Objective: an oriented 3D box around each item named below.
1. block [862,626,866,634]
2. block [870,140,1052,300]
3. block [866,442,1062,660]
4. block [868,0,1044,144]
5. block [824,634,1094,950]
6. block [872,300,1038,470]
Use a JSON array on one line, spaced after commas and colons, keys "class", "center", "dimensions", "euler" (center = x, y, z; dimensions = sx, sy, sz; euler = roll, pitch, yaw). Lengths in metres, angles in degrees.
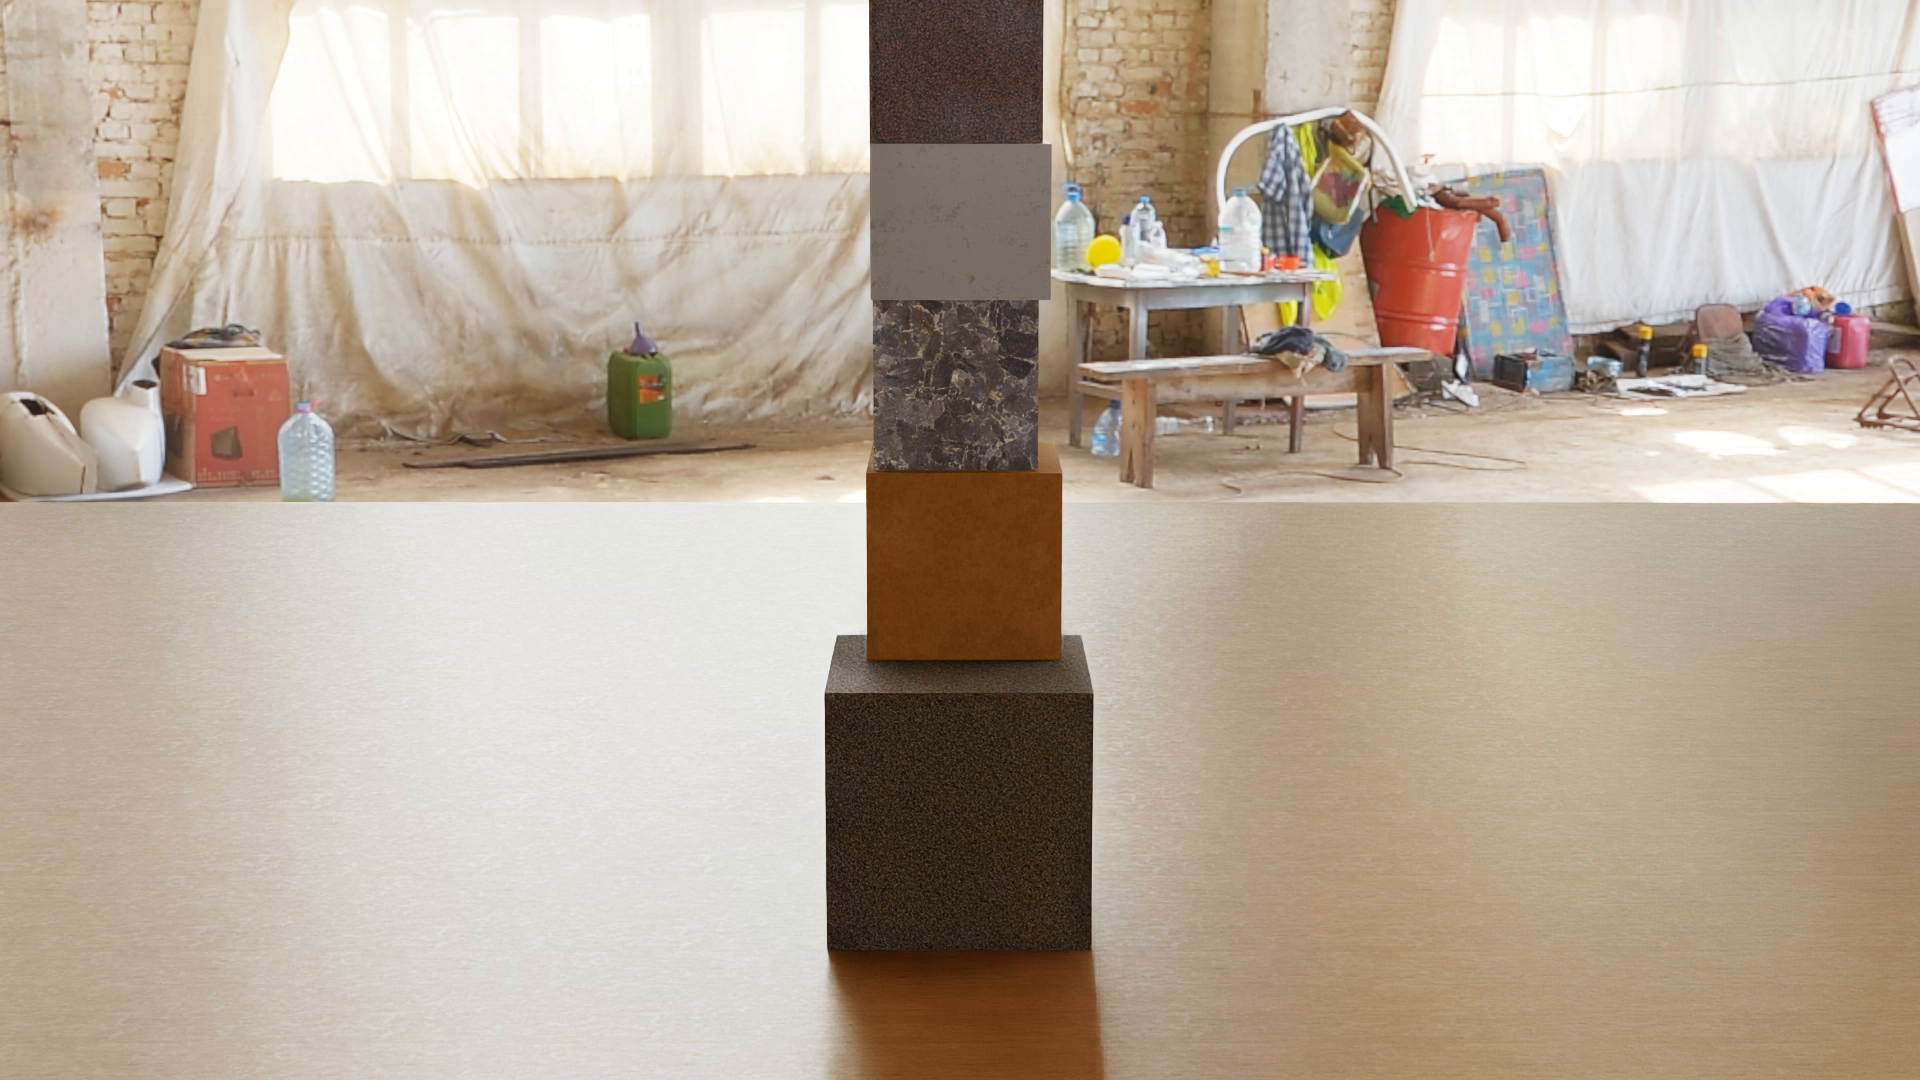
[{"class": "block", "center": [-0.018, 0.943, 11.907], "dimensions": [0.895, 0.885, 1.012], "euler": [0, 10, 0]}, {"class": "block", "center": [0.003, -1.375, 10.930], "dimensions": [0.745, 0.638, 0.770], "euler": [0, 10, 0]}, {"class": "block", "center": [0.018, 0.031, 11.186], "dimensions": [0.818, 0.794, 0.917], "euler": [0, 10, 0]}, {"class": "block", "center": [-0.016, -2.078, 10.803], "dimensions": [0.714, 0.791, 0.642], "euler": [0, 10, 0]}, {"class": "block", "center": [-0.004, 1.040, 10.850], "dimensions": [1.074, 1.071, 1.083], "euler": [0, 10, 0]}, {"class": "block", "center": [-0.018, -0.710, 11.051], "dimensions": [0.687, 0.713, 0.744], "euler": [0, 10, 0]}]
